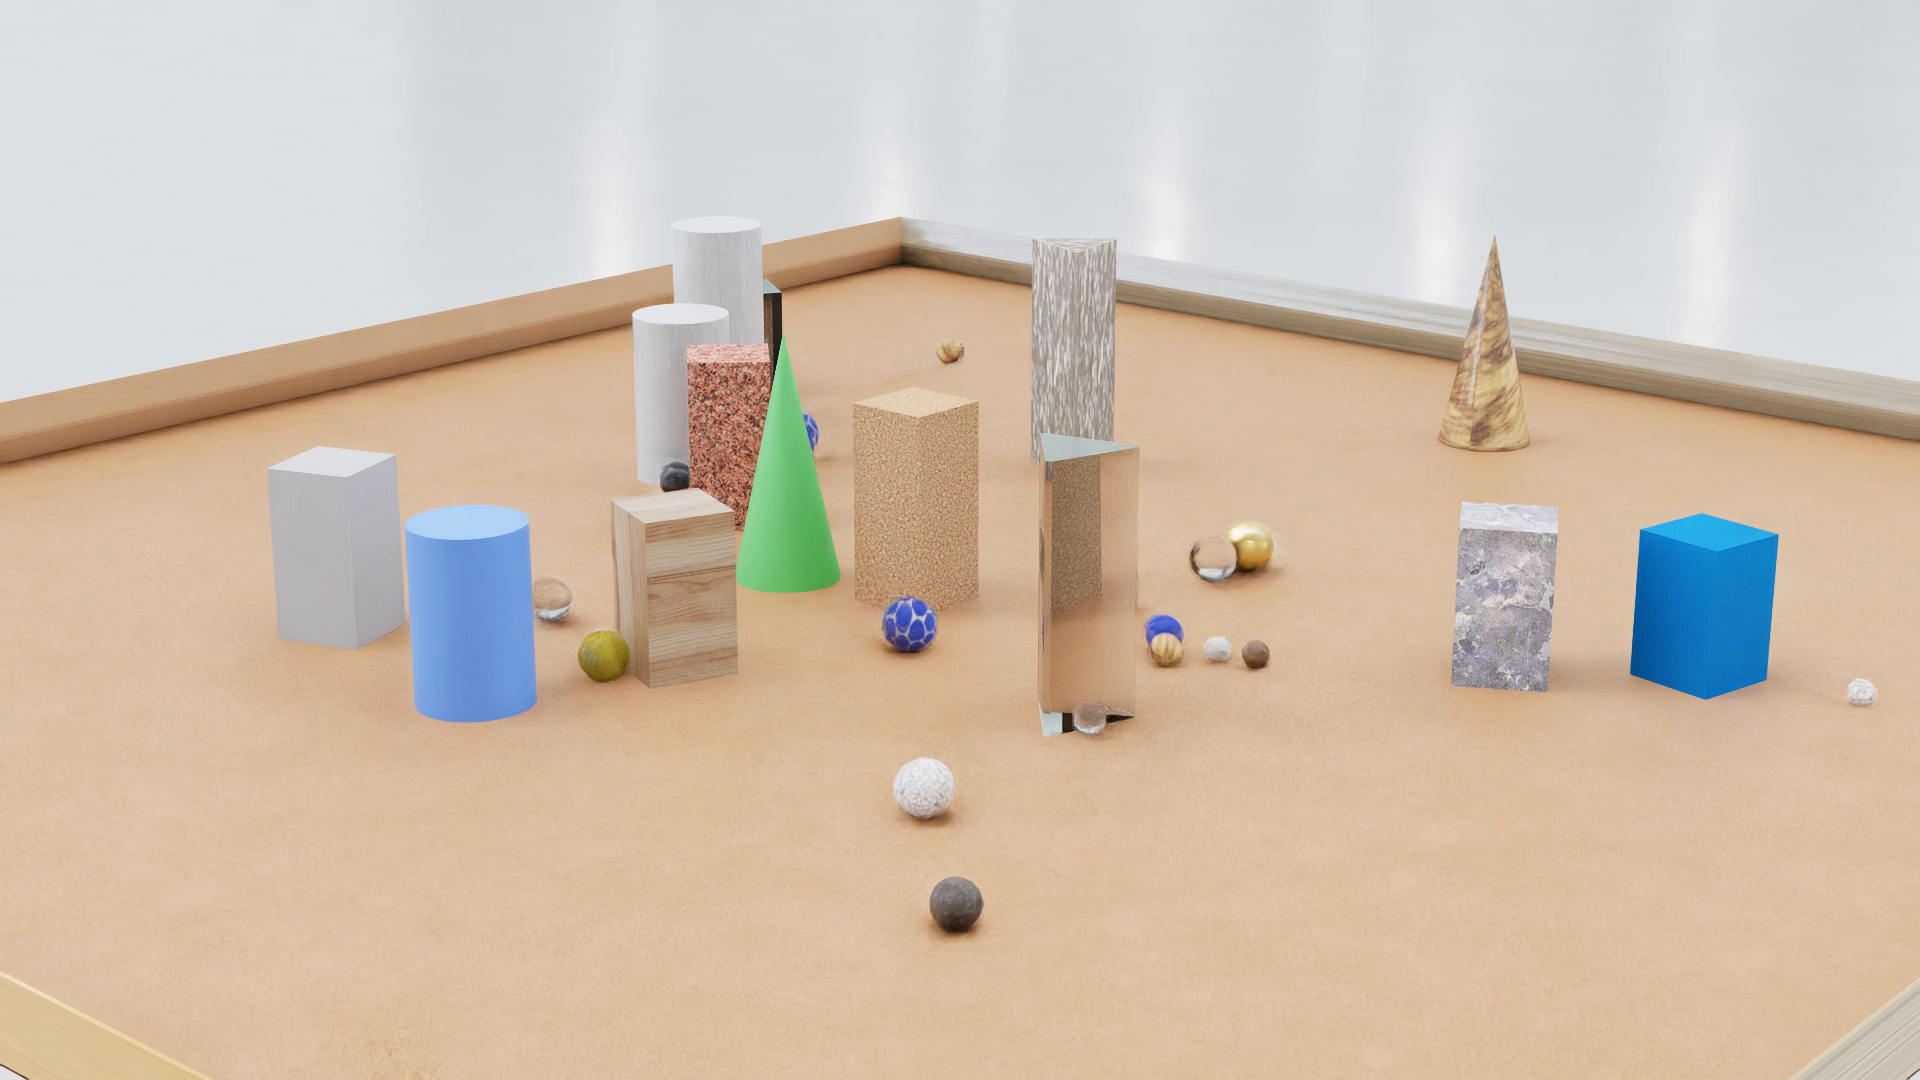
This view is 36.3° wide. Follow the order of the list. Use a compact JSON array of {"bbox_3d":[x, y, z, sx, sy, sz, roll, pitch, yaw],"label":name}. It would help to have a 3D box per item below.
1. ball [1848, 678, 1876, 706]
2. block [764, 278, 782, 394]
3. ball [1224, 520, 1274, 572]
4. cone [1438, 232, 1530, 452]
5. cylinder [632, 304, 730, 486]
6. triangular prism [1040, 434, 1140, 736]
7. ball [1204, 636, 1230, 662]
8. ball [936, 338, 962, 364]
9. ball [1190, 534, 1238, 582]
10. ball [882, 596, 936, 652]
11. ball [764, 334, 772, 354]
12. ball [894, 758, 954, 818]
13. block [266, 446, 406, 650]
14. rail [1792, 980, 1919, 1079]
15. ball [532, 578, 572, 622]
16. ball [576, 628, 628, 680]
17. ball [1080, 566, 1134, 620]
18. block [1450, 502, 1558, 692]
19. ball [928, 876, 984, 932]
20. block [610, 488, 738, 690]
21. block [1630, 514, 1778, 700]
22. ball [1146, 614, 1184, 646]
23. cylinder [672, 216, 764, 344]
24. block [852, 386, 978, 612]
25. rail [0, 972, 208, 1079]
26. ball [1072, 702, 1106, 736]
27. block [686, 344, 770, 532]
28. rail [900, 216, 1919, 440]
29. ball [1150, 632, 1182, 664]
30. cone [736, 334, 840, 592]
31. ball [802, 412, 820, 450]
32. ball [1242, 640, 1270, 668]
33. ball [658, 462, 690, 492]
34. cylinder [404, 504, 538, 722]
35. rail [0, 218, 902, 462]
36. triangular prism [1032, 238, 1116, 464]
[{"bbox_3d":[1.408,0.237,4.580,0.042,0.042,0.042,0,17,0],"label":"ball"},{"bbox_3d":[-0.485,-0.446,6.512,0.152,0.234,0.152,-5,17,-15],"label":"block"},{"bbox_3d":[0.515,0.011,5.242,0.093,0.093,0.093,0,17,0],"label":"ball"},{"bbox_3d":[1.095,-0.418,6.063,0.190,0.439,0.190,0,17,0],"label":"cone"},{"bbox_3d":[-0.550,-0.288,5.822,0.190,0.330,0.190,0,17,0],"label":"cylinder"},{"bbox_3d":[0.163,0.061,4.490,0.164,0.432,0.142,-10,20,-30],"label":"triangular prism"},{"bbox_3d":[0.419,0.178,4.776,0.044,0.044,0.044,0,17,0],"label":"ball"},{"bbox_3d":[-0.026,-0.438,6.790,0.058,0.058,0.058,0,17,0],"label":"ball"},{"bbox_3d":[0.448,0.033,5.186,0.084,0.084,0.084,0,17,0],"label":"ball"},{"bbox_3d":[-0.084,0.138,4.825,0.090,0.090,0.090,0,17,0],"label":"ball"},{"bbox_3d":[-0.476,-0.441,6.749,0.086,0.086,0.086,0,17,0],"label":"ball"},{"bbox_3d":[-0.050,0.349,4.135,0.086,0.086,0.086,0,17,0],"label":"ball"},{"bbox_3d":[-1.038,0.012,4.890,0.152,0.296,0.152,6,18,20],"label":"block"},{"bbox_3d":[1.515,0.411,3.861,0.045,0.123,4.186,14,22,39],"label":"rail"},{"bbox_3d":[-0.697,0.101,4.977,0.075,0.075,0.075,0,17,0],"label":"ball"},{"bbox_3d":[-0.571,0.184,4.689,0.083,0.083,0.083,0,17,0],"label":"ball"},{"bbox_3d":[0.249,0.090,4.985,0.091,0.091,0.091,0,17,0],"label":"ball"},{"bbox_3d":[0.871,0.090,4.689,0.152,0.263,0.152,3,17,11],"label":"block"},{"bbox_3d":[-0.005,0.468,3.770,0.070,0.070,0.070,0,17,0],"label":"ball"},{"bbox_3d":[-0.459,0.076,4.714,0.152,0.274,0.152,-9,19,-26],"label":"block"},{"bbox_3d":[1.186,0.104,4.675,0.152,0.244,0.152,-13,21,-36],"label":"block"},{"bbox_3d":[0.336,0.154,4.820,0.064,0.064,0.064,0,17,0],"label":"ball"},{"bbox_3d":[-0.512,-0.461,6.231,0.190,0.424,0.190,0,17,0],"label":"cylinder"},{"bbox_3d":[-0.075,-0.067,5.050,0.152,0.353,0.152,14,22,39],"label":"block"},{"bbox_3d":[-1.357,0.483,3.625,4.060,0.123,0.045,14,22,39],"label":"rail"},{"bbox_3d":[0.197,0.271,4.452,0.051,0.051,0.051,0,17,0],"label":"ball"},{"bbox_3d":[-0.433,-0.193,5.518,0.152,0.324,0.152,-2,17,-5],"label":"block"},{"bbox_3d":[1.357,-0.421,6.617,4.060,0.123,0.045,14,22,39],"label":"rail"},{"bbox_3d":[0.334,0.177,4.766,0.052,0.052,0.052,0,17,0],"label":"ball"},{"bbox_3d":[-0.307,-0.149,5.158,0.190,0.448,0.190,0,17,0],"label":"cone"},{"bbox_3d":[-0.335,-0.217,5.992,0.095,0.095,0.095,0,17,0],"label":"ball"},{"bbox_3d":[0.480,0.185,4.747,0.046,0.046,0.046,0,17,0],"label":"ball"},{"bbox_3d":[-0.550,-0.118,5.707,0.071,0.071,0.071,0,17,0],"label":"ball"},{"bbox_3d":[-0.759,0.113,4.558,0.190,0.294,0.190,0,17,0],"label":"cylinder"},{"bbox_3d":[-1.515,-0.350,6.380,0.045,0.123,4.186,14,22,39],"label":"rail"},{"bbox_3d":[0.208,-0.371,5.877,0.142,0.458,0.164,10,19,29],"label":"triangular prism"}]
